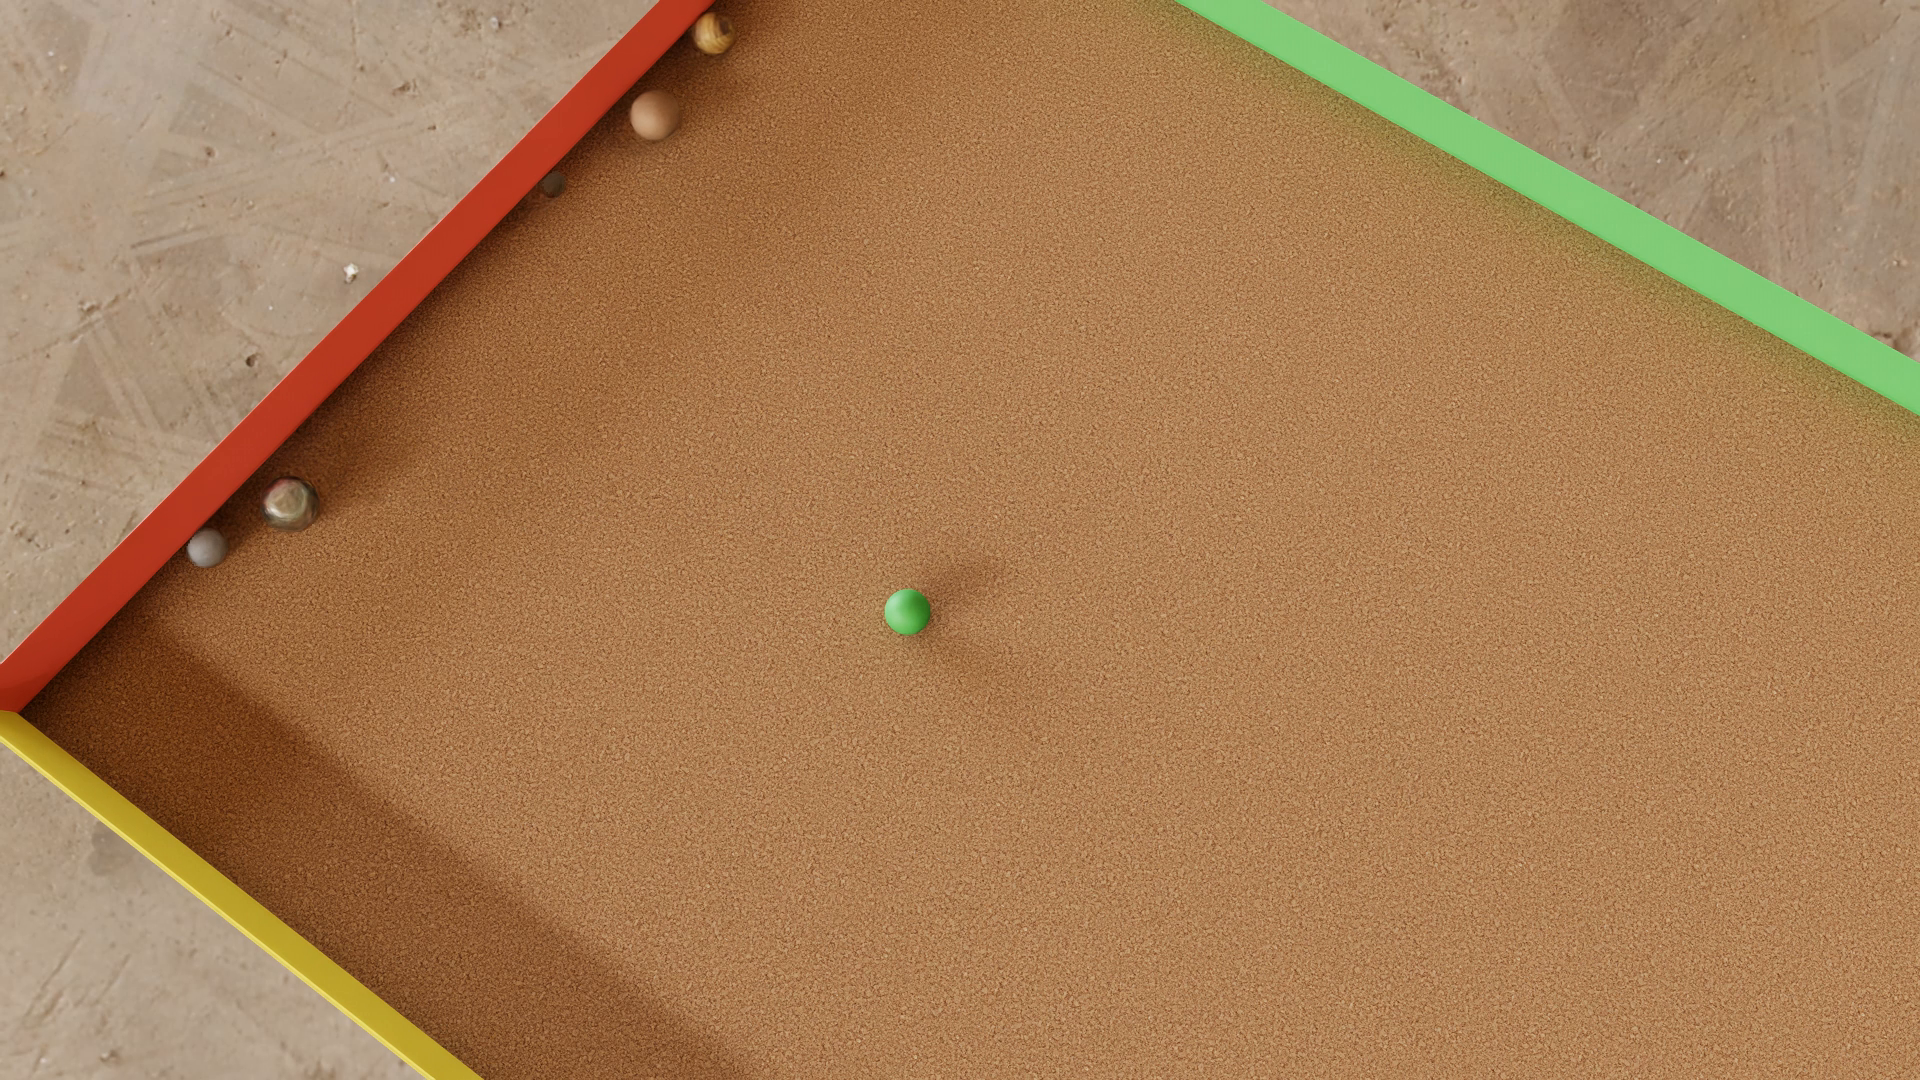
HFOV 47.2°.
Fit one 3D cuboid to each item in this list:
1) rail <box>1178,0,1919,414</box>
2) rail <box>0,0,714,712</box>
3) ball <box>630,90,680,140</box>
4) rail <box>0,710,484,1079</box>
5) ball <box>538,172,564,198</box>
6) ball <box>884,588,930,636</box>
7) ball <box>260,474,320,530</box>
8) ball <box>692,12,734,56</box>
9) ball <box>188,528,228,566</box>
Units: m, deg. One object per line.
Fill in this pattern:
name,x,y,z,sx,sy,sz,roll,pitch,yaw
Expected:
rail,1.524,-0.285,3.707,4.218,0.120,0.045,33,68,15
rail,-0.834,-0.556,3.839,0.045,0.120,2.332,33,68,15
ball,-0.549,-0.764,3.958,0.089,0.089,0.089,0,64,0
rail,0.182,1.377,2.898,4.218,0.120,0.045,33,68,15
ball,-0.728,-0.632,3.919,0.045,0.045,0.045,0,64,0
ball,-0.084,0.116,3.538,0.074,0.074,0.074,0,64,0
ball,-1.101,-0.061,3.614,0.092,0.092,0.092,0,64,0
ball,-0.455,-0.931,4.047,0.076,0.076,0.076,0,64,0
ball,-1.231,0.012,3.596,0.062,0.062,0.062,0,64,0
